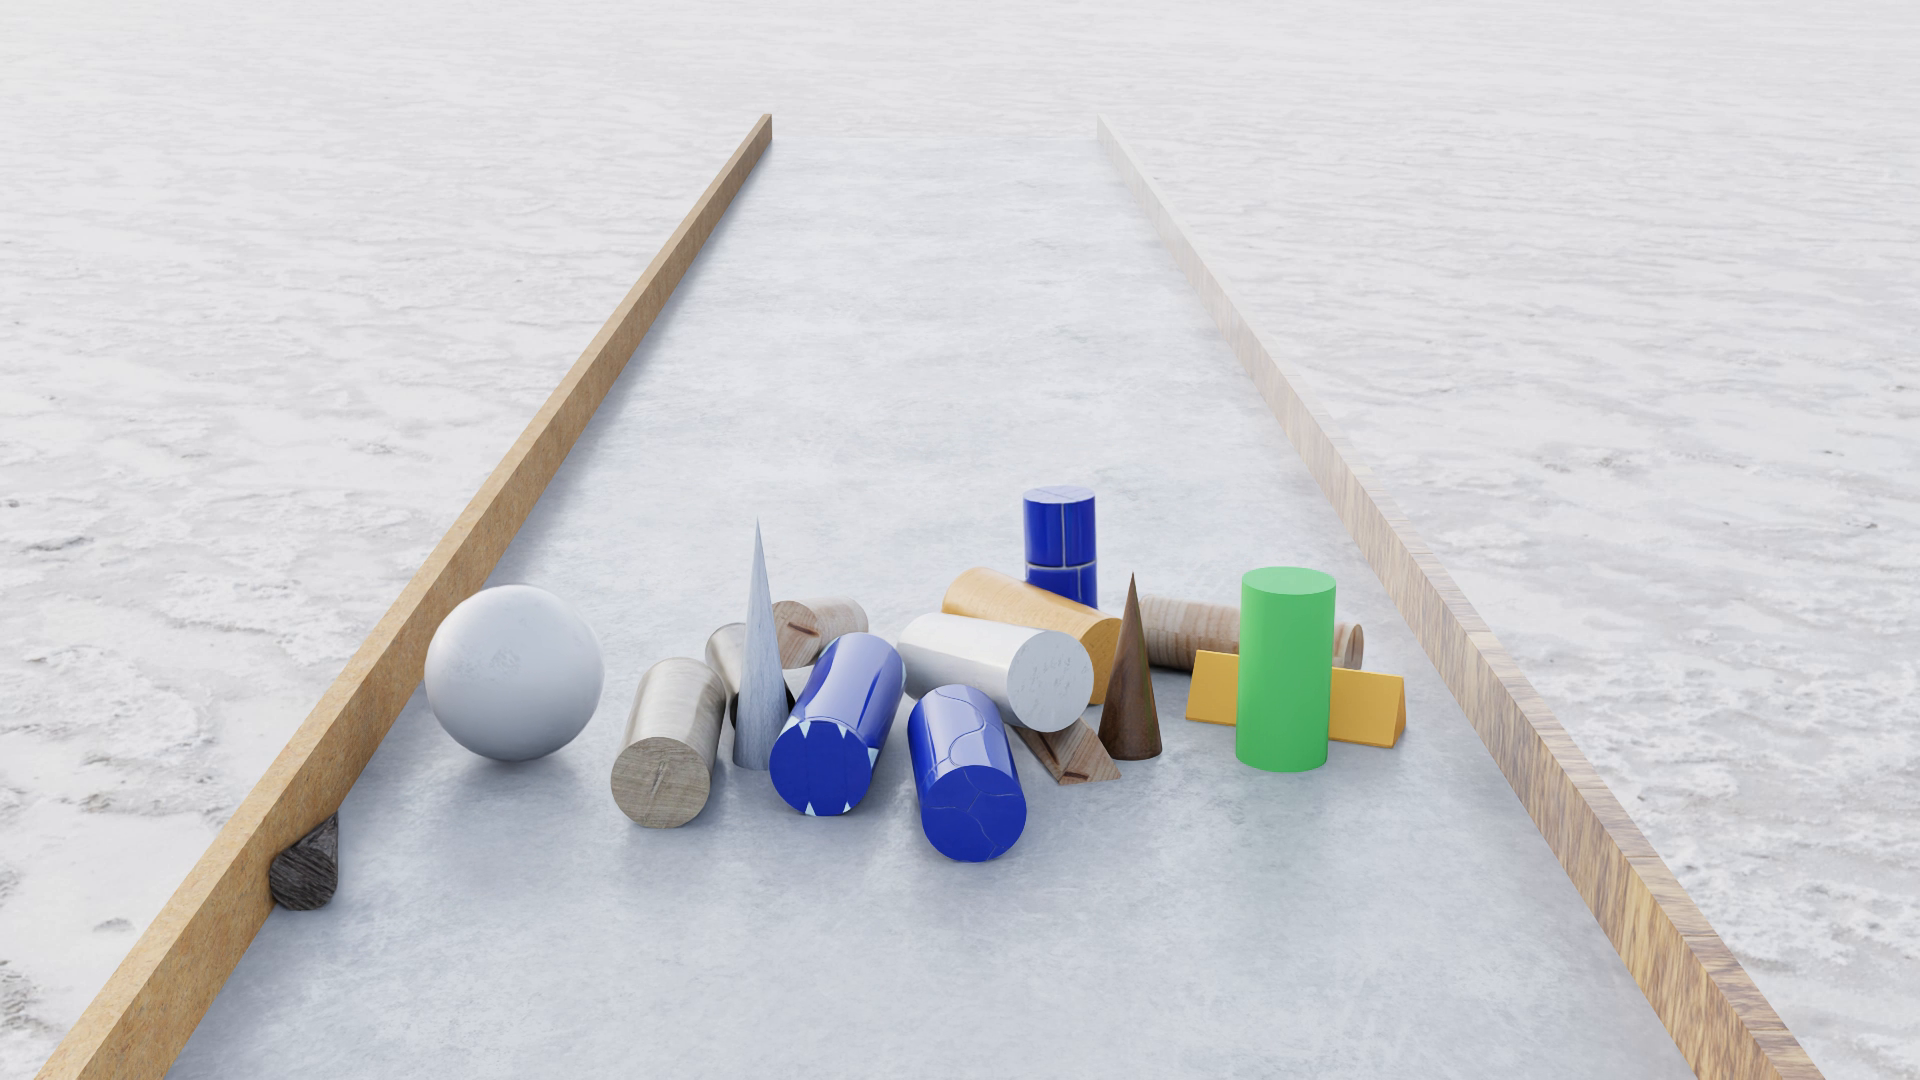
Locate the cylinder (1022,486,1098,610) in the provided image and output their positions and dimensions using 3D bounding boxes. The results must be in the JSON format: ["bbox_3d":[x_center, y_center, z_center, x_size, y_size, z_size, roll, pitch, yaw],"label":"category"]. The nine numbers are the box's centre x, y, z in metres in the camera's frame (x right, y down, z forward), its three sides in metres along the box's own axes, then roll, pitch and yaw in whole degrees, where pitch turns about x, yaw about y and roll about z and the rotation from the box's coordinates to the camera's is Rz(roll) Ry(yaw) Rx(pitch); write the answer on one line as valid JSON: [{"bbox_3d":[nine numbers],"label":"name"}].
[{"bbox_3d":[0.206,0.057,4.482,0.148,0.309,0.148,-2,15,1],"label":"cylinder"}]

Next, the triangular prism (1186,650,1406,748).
[{"bbox_3d":[0.624,0.281,4.070,0.386,0.114,0.132,7,17,21],"label":"triangular prism"}]

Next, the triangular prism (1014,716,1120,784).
[{"bbox_3d":[0.180,0.323,3.961,0.112,0.097,0.350,-5,17,-15],"label":"triangular prism"}]

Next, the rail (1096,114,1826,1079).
[{"bbox_3d":[0.932,-0.844,7.801,0.050,0.150,12.000,0,17,-1],"label":"rail"}]

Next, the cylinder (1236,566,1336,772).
[{"bbox_3d":[0.574,0.227,3.887,0.164,0.328,0.164,0,17,0],"label":"cylinder"}]

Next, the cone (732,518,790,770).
[{"bbox_3d":[-0.349,0.172,3.854,0.113,0.453,0.113,0,17,0],"label":"cone"}]

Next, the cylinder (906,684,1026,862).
[{"bbox_3d":[0.007,0.381,3.650,0.168,0.168,0.365,-1,17,-5],"label":"cylinder"}]

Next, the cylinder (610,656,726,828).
[{"bbox_3d":[-0.497,0.343,3.788,0.163,0.163,0.388,-1,17,-2],"label":"cylinder"}]

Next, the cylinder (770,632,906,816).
[{"bbox_3d":[-0.208,0.316,3.863,0.172,0.172,0.448,2,17,6],"label":"cylinder"}]

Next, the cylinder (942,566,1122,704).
[{"bbox_3d":[0.153,0.183,4.315,0.170,0.170,0.408,-12,20,-35],"label":"cylinder"}]

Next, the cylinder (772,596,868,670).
[{"bbox_3d":[-0.281,0.175,4.236,0.128,0.128,0.382,3,1,11],"label":"cylinder"}]

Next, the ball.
[{"bbox_3d":[-0.786,0.235,3.887,0.313,0.313,0.313,0,17,0],"label":"ball"}]

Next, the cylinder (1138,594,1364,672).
[{"bbox_3d":[0.560,0.203,4.299,0.430,0.140,0.140,8,18,25],"label":"cylinder"}]

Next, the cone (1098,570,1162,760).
[{"bbox_3d":[0.304,0.213,3.917,0.122,0.338,0.122,0,17,0],"label":"cone"}]

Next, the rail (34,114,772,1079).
[{"bbox_3d":[-1.118,-0.838,7.780,0.050,0.150,12.000,0,17,-1],"label":"rail"}]

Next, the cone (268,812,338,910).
[{"bbox_3d":[-1.019,0.484,3.512,0.102,0.102,0.378,-2,9,-8],"label":"cone"}]

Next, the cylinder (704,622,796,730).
[{"bbox_3d":[-0.396,0.264,4.126,0.122,0.122,0.333,-4,17,-13],"label":"cylinder"}]

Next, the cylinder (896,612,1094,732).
[{"bbox_3d":[0.055,0.235,3.986,0.177,0.177,0.415,-9,7,-29],"label":"cylinder"}]
